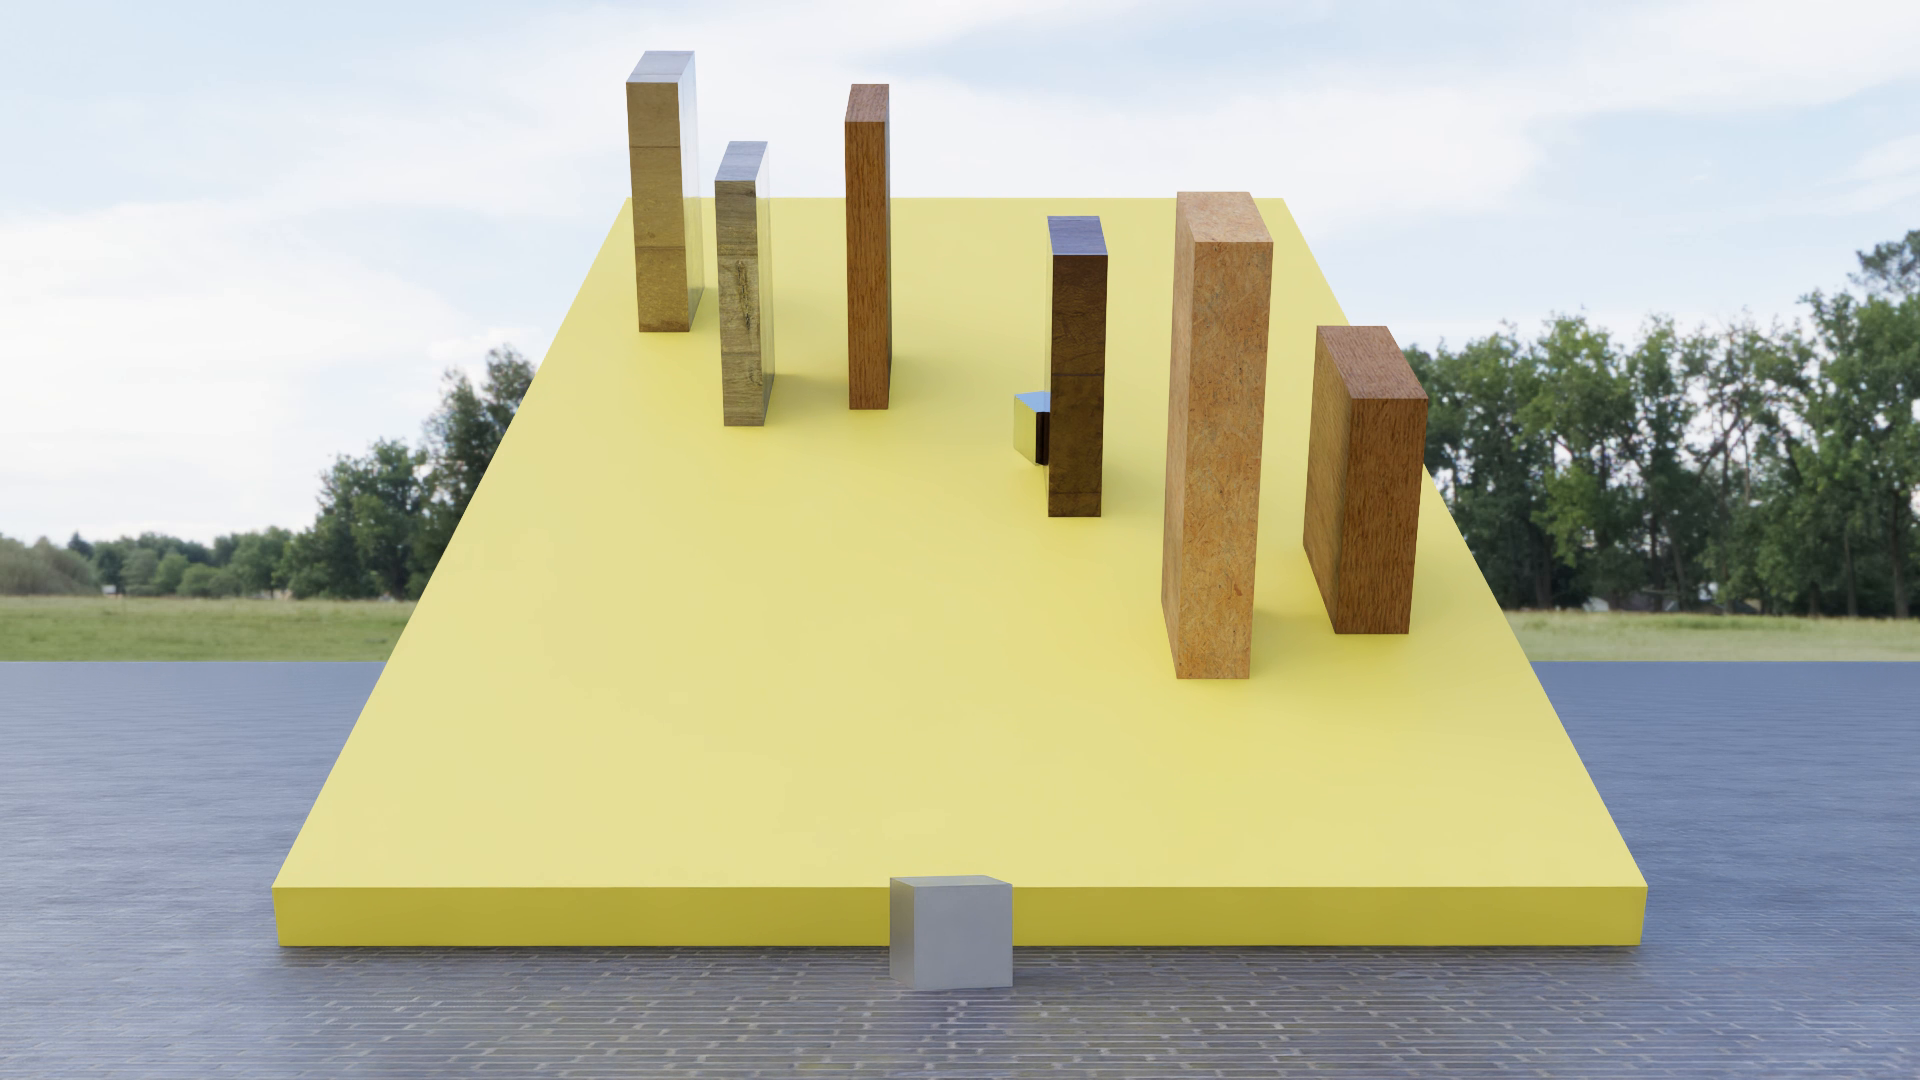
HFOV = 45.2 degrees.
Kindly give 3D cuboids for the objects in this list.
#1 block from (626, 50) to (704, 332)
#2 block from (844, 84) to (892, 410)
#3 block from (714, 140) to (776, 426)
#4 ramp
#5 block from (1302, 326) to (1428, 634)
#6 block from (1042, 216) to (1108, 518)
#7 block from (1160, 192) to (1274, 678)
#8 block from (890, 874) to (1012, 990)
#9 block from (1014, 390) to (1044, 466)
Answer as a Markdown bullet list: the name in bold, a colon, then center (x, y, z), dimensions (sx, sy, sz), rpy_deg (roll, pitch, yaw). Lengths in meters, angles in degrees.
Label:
- **block**: center (-0.742, -0.888, 5.852), dimensions (0.126, 0.628, 0.400), rpy_deg (0, 23, 0)
- **block**: center (-0.208, -0.680, 5.317), dimensions (0.088, 0.661, 0.403), rpy_deg (0, 23, 0)
- **block**: center (-0.483, -0.583, 5.218), dimensions (0.089, 0.559, 0.371), rpy_deg (0, 23, 0)
- **ramp**: center (-0.007, -0.225, 5.217), dimensions (2.000, 0.100, 4.000), rpy_deg (0, 23, 0)
- **block**: center (0.741, -0.118, 4.259), dimensions (0.132, 0.449, 0.417), rpy_deg (0, 23, 0)
- **block**: center (0.231, -0.355, 4.694), dimensions (0.107, 0.547, 0.294), rpy_deg (0, 23, 0)
- **block**: center (0.437, -0.181, 3.985), dimensions (0.125, 0.776, 0.327), rpy_deg (0, 23, 0)
- **block**: center (-0.013, 0.512, 3.025), dimensions (0.131, 0.131, 0.131), rpy_deg (1, -3, -16)
- **block**: center (0.196, -0.244, 4.979), dimensions (0.122, 0.122, 0.122), rpy_deg (-8, 24, -20)
